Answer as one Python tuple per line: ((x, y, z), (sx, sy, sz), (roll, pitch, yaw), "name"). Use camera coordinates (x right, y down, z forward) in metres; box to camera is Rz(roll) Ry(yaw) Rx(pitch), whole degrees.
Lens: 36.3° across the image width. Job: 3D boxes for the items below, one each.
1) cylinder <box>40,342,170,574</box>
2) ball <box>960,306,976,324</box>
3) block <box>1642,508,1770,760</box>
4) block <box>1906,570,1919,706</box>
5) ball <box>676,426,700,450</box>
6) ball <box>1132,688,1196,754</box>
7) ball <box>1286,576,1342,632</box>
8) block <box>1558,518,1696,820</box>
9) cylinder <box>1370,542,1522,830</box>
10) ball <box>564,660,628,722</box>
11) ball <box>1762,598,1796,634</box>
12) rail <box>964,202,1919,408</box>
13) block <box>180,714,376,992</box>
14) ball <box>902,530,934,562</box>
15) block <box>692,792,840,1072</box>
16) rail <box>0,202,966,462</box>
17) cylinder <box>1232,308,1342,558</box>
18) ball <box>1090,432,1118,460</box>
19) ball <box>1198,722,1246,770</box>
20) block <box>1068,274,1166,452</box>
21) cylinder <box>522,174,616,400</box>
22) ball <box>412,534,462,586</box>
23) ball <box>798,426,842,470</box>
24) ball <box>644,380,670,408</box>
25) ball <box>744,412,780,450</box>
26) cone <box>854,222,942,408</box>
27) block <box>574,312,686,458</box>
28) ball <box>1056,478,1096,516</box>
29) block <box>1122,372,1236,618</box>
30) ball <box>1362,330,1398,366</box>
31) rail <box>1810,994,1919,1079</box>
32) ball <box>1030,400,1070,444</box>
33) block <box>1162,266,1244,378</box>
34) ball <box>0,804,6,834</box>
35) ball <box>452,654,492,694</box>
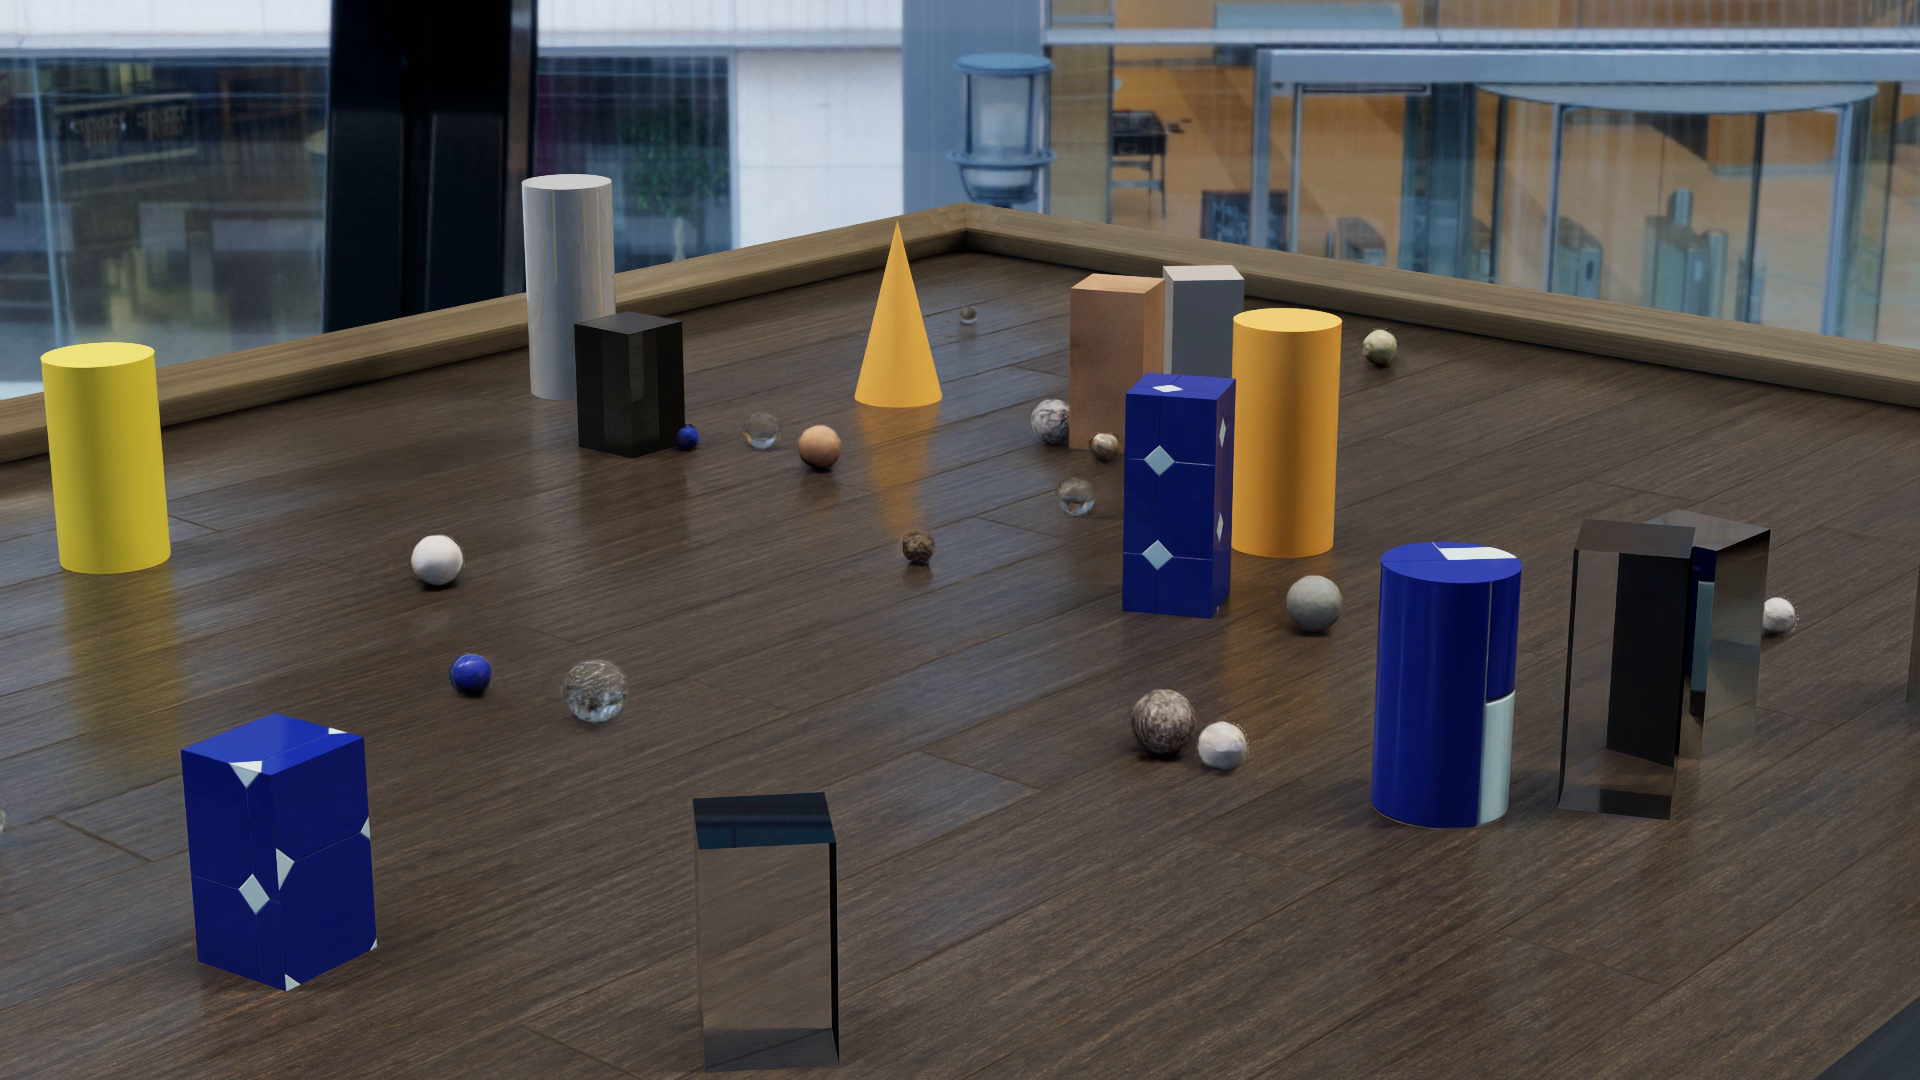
((-1.538, -0.149, 5.286), (0.195, 0.379, 0.195), (0, 17, 0), "cylinder")
((0.020, -0.552, 7.209), (0.042, 0.042, 0.042), (0, 17, 0), "ball")
((1.100, 0.140, 4.422), (0.156, 0.325, 0.156), (15, 23, 41), "block")
((1.595, 0.084, 4.537), (0.156, 0.365, 0.156), (-12, 20, -34), "block")
((-0.564, -0.212, 6.069), (0.048, 0.048, 0.048), (0, 17, 0), "ball")
((0.304, 0.271, 4.382), (0.097, 0.097, 0.097), (0, 17, 0), "ball")
((0.597, 0.106, 4.934), (0.094, 0.094, 0.094), (0, 17, 0), "ball")
((0.949, 0.182, 4.175), (0.156, 0.386, 0.156), (5, 17, 16), "block")
((0.686, 0.204, 4.145), (0.195, 0.362, 0.195), (0, 17, 0), "cylinder")
((-0.560, 0.232, 4.510), (0.098, 0.098, 0.098), (0, 17, 0), "ball")
((1.371, 0.127, 4.920), (0.062, 0.062, 0.062), (0, 17, 0), "ball")
((1.543, -0.481, 6.821), (4.092, 0.127, 0.045), (14, 22, 39), "rail")
((-0.851, 0.388, 3.670), (0.156, 0.285, 0.156), (11, 20, 32), "block")
((-0.076, 0.012, 5.309), (0.059, 0.059, 0.059), (0, 17, 0), "ball")
((-0.229, 0.459, 3.444), (0.156, 0.279, 0.156), (-2, 17, -7), "block")
((-1.527, -0.351, 6.389), (0.045, 0.127, 4.753), (14, 22, 39), "rail")
((0.594, -0.197, 5.373), (0.195, 0.422, 0.195), (0, 17, 0), "cylinder")
((0.295, -0.191, 5.984), (0.057, 0.057, 0.057), (0, 17, 0), "ball")
((0.386, 0.304, 4.318), (0.072, 0.072, 0.072), (0, 17, 0), "ball")
((0.326, -0.366, 6.078), (0.156, 0.338, 0.156), (6, 18, 19), "block")
((-0.862, -0.561, 6.494), (0.195, 0.470, 0.195), (0, 17, 0), "cylinder")
((-0.923, 0.035, 5.177), (0.090, 0.090, 0.090), (0, 17, 0), "ball")
((-0.283, -0.187, 5.918), (0.089, 0.089, 0.089), (0, 17, 0), "ball")
((-0.662, -0.319, 6.404), (0.059, 0.059, 0.059), (0, 17, 0), "ball")
((-0.410, -0.226, 6.065), (0.077, 0.077, 0.077), (0, 17, 0), "ball")
((-0.137, -0.507, 6.446), (0.195, 0.396, 0.195), (0, 17, 0), "cone")
((-0.682, -0.323, 6.068), (0.156, 0.260, 0.156), (13, 21, 37), "block")
((0.221, -0.082, 5.597), (0.073, 0.073, 0.073), (0, 17, 0), "ball")
((0.376, -0.078, 5.041), (0.156, 0.385, 0.156), (5, 17, 16), "block")
((0.972, -0.446, 6.785), (0.082, 0.082, 0.082), (0, 17, 0), "ball")
((1.527, 0.415, 3.851), (0.045, 0.127, 4.753), (14, 22, 39), "rail")
((0.193, -0.248, 6.112), (0.092, 0.092, 0.092), (0, 17, 0), "ball")
((0.537, -0.461, 6.510), (0.156, 0.270, 0.156), (-1, 17, -4), "block")
((-1.355, 0.385, 4.031), (0.081, 0.081, 0.081), (0, 17, 0), "ball")
((-0.773, 0.212, 4.638), (0.063, 0.063, 0.063), (0, 17, 0), "ball")
